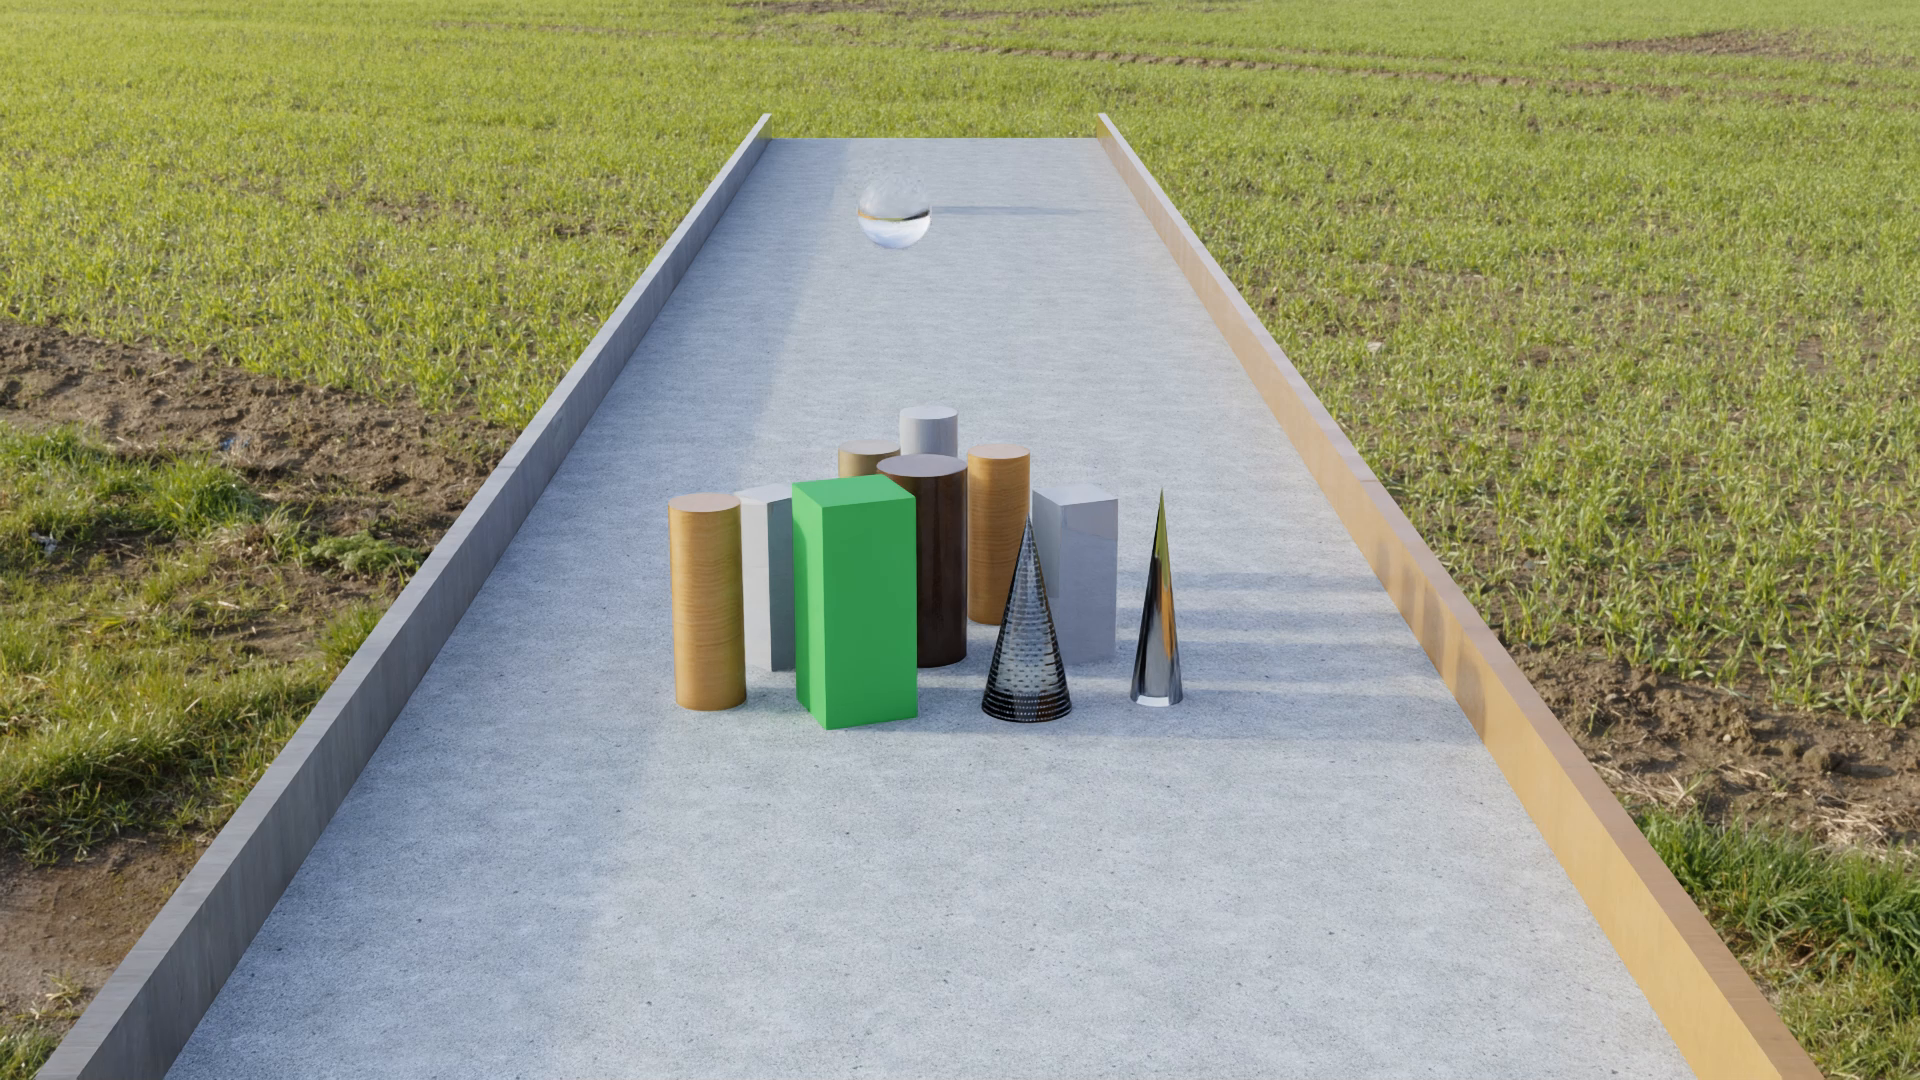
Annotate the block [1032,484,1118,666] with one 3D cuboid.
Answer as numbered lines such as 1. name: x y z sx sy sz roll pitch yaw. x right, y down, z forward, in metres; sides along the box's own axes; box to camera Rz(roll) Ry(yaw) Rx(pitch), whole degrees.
1. block: 0.229 0.069 4.411 0.128 0.333 0.128 -7 18 -22

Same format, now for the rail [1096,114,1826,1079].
1. rail: 0.932 -0.844 7.801 0.050 0.150 12.000 0 17 -1

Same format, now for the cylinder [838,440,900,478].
1. cylinder: -0.189 -0.018 4.643 0.131 0.368 0.131 0 17 0

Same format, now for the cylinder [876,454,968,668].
1. cylinder: -0.075 0.041 4.401 0.180 0.393 0.180 0 17 0

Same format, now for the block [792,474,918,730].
1. block: -0.196 0.113 4.099 0.179 0.427 0.179 -6 18 -21

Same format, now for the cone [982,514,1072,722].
1. cone: 0.126 0.131 4.112 0.173 0.384 0.173 0 17 0

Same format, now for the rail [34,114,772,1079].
1. rail: -1.118 -0.838 7.780 0.050 0.150 12.000 0 17 -1

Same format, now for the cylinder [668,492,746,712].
1. cylinder: -0.476 0.116 4.151 0.135 0.390 0.135 0 17 0

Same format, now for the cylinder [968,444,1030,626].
1. cylinder: 0.081 -0.013 4.636 0.131 0.361 0.131 0 17 0

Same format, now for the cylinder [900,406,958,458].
1. cylinder: -0.069 -0.100 4.900 0.130 0.378 0.130 0 17 0

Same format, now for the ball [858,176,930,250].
1. ball: -0.281 -1.393 9.365 0.311 0.311 0.311 0 17 0

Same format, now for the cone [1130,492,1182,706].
1. cone: 0.376 0.099 4.155 0.102 0.421 0.102 0 17 0

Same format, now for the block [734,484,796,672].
1. block: -0.370 0.074 4.370 0.105 0.347 0.105 -15 22 -41
